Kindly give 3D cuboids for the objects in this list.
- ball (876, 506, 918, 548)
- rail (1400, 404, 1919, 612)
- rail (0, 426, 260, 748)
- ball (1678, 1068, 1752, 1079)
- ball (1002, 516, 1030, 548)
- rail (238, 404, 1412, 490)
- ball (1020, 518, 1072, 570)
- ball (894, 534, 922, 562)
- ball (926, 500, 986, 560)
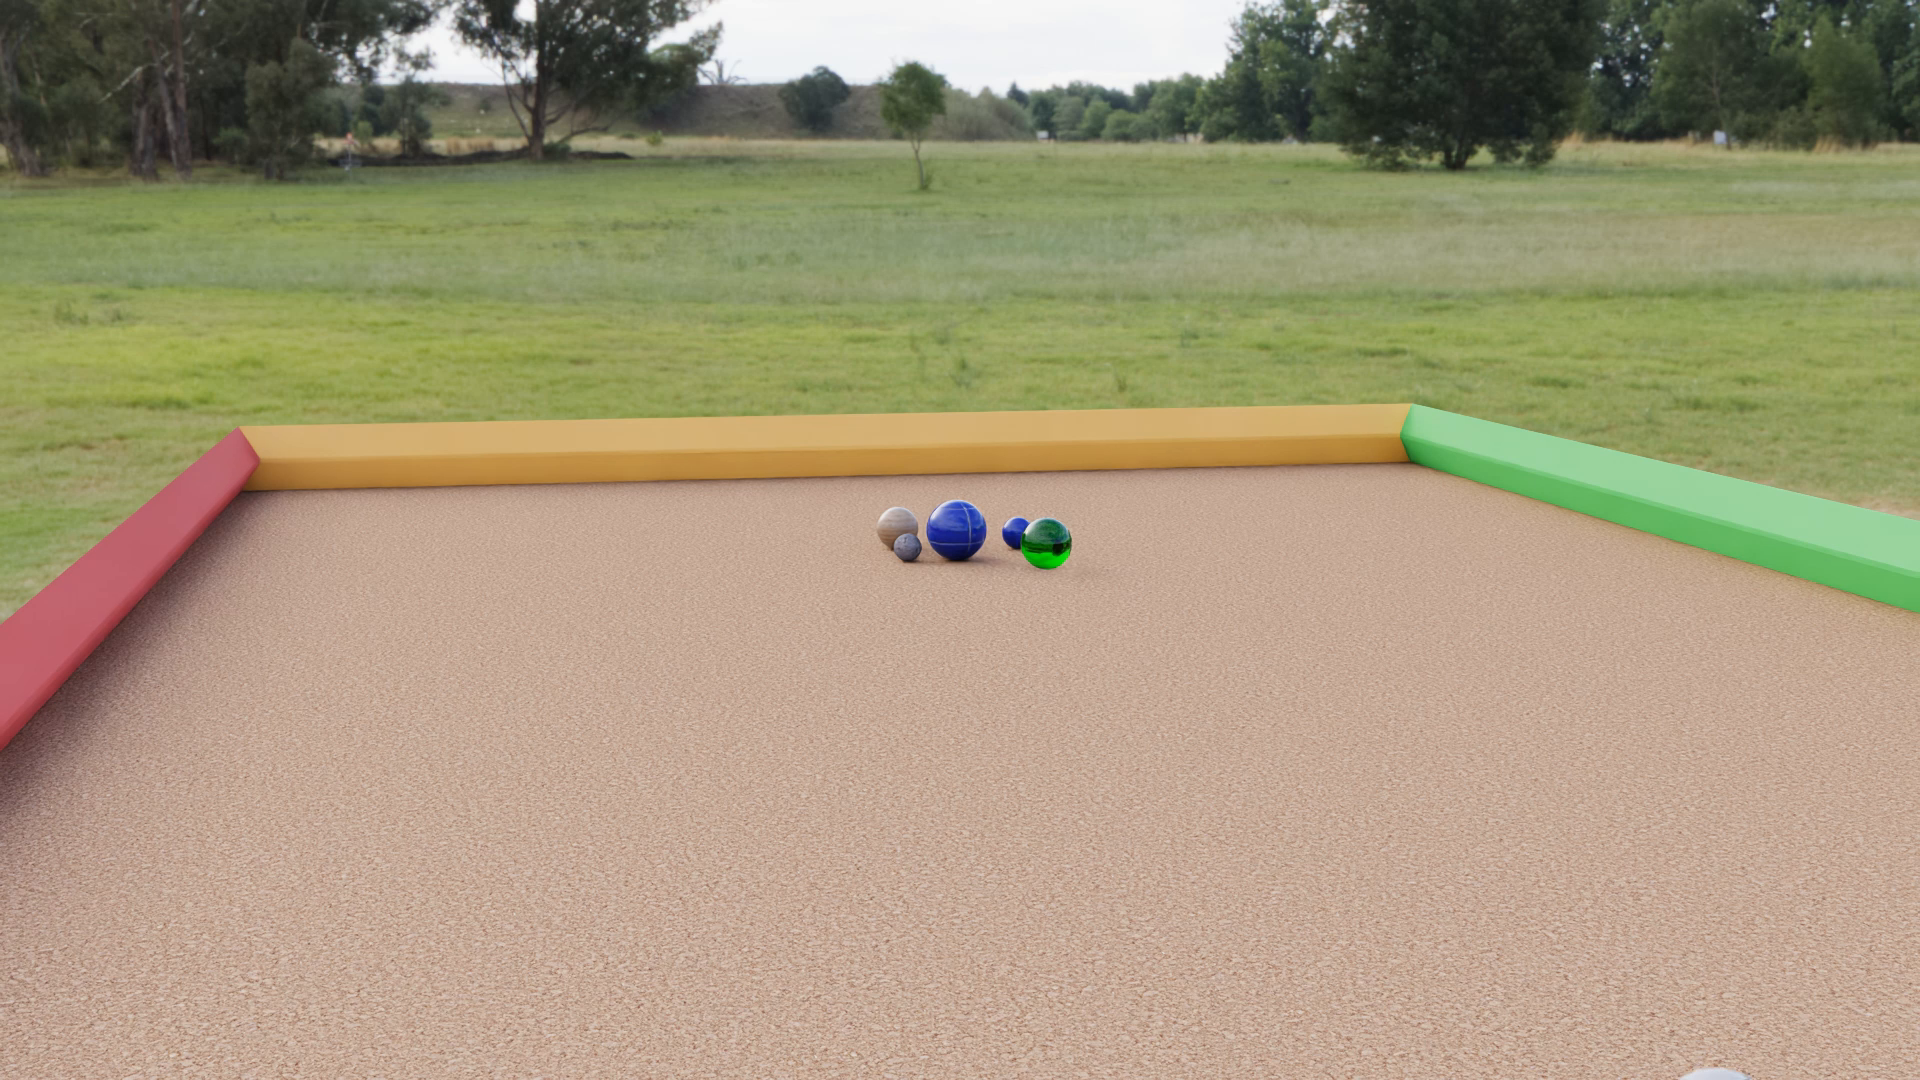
[{"bbox_3d":[-0.103,-0.020,3.627,0.069,0.069,0.069,0,9,0],"label":"ball"},{"bbox_3d":[1.400,0.101,2.664,0.045,0.126,4.426,-2,9,-11],"label":"rail"},{"bbox_3d":[-0.965,0.175,2.197,0.045,0.126,4.426,-2,9,-11],"label":"rail"},{"bbox_3d":[0.445,0.346,1.290,0.071,0.071,0.071,0,9,0],"label":"ball"},{"bbox_3d":[0.095,-0.012,3.628,0.053,0.053,0.053,0,9,0],"label":"ball"},{"bbox_3d":[-0.213,-0.195,4.552,2.459,0.126,0.045,-2,9,-11],"label":"rail"},{"bbox_3d":[0.135,0.005,3.430,0.081,0.081,0.081,0,9,0],"label":"ball"},{"bbox_3d":[-0.083,0.012,3.505,0.045,0.045,0.045,0,9,0],"label":"ball"},{"bbox_3d":[-0.005,-0.016,3.513,0.097,0.097,0.097,0,9,0],"label":"ball"}]
